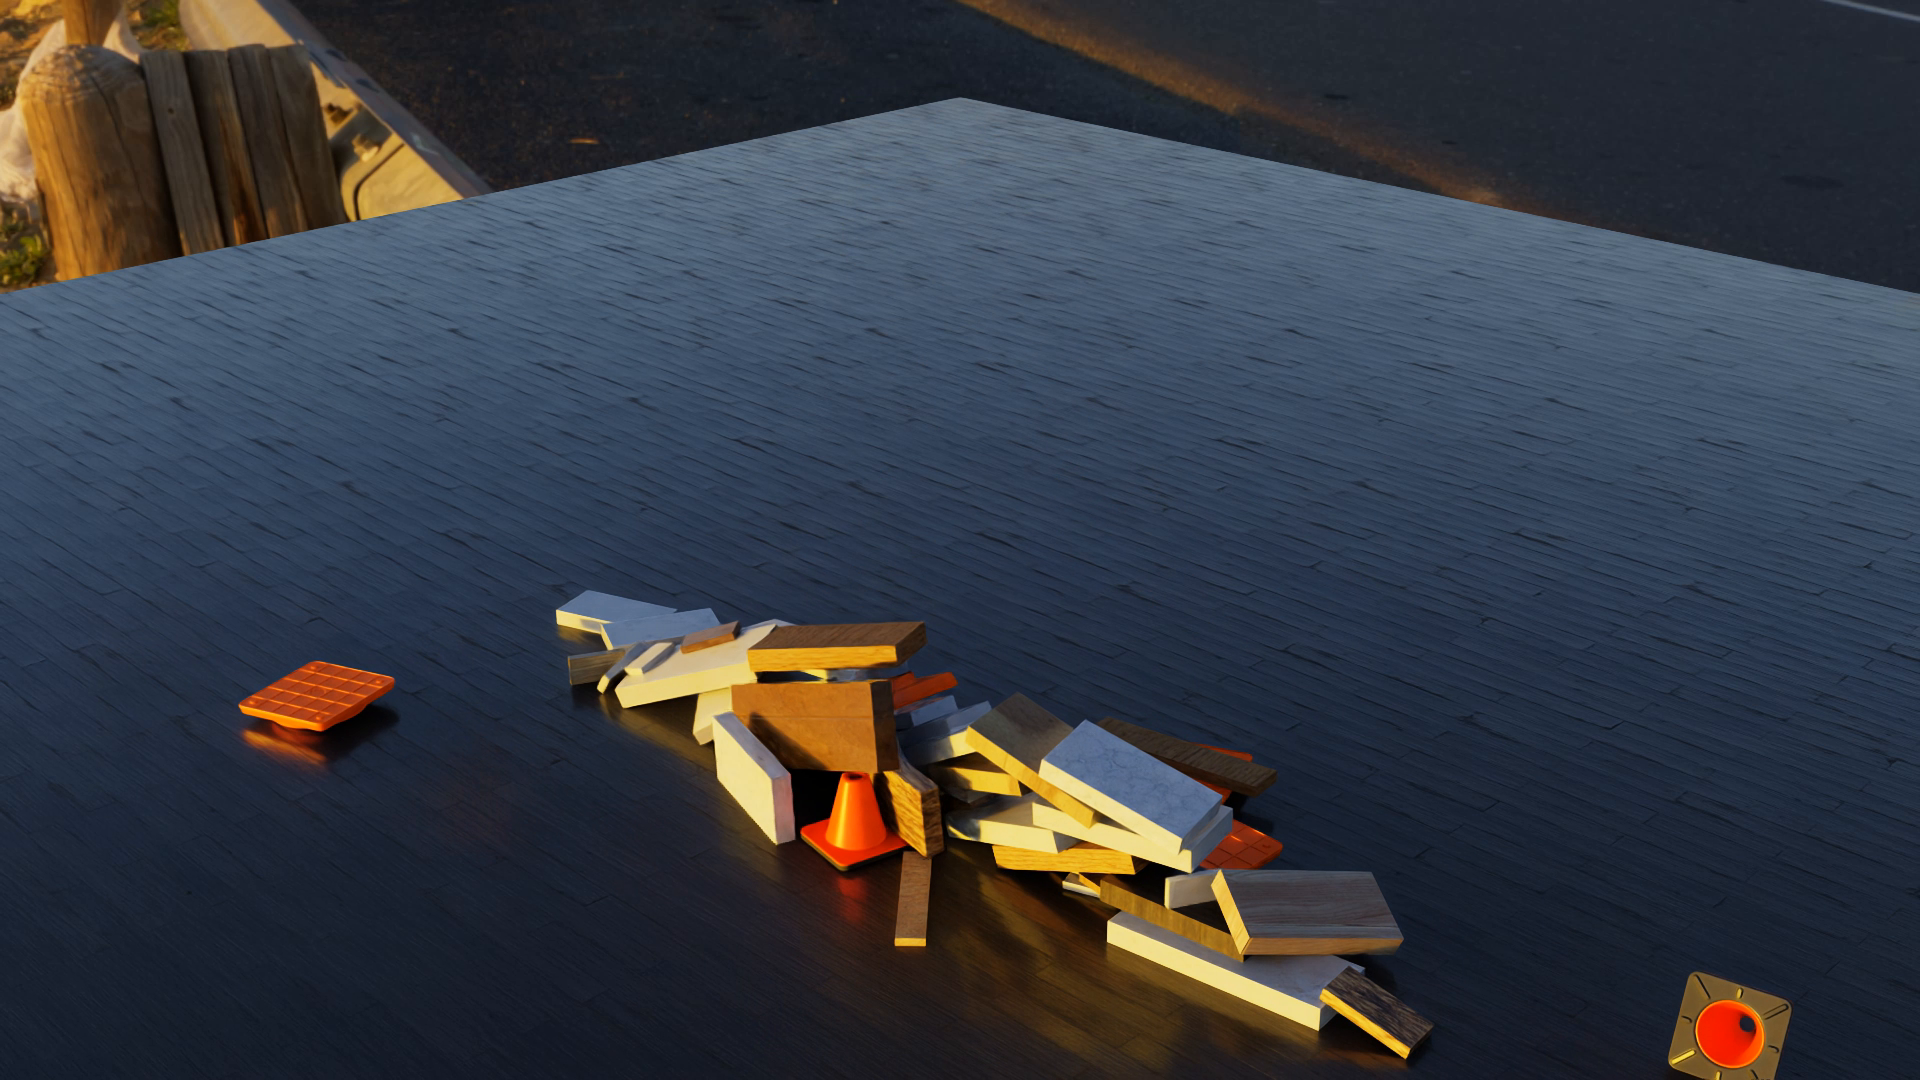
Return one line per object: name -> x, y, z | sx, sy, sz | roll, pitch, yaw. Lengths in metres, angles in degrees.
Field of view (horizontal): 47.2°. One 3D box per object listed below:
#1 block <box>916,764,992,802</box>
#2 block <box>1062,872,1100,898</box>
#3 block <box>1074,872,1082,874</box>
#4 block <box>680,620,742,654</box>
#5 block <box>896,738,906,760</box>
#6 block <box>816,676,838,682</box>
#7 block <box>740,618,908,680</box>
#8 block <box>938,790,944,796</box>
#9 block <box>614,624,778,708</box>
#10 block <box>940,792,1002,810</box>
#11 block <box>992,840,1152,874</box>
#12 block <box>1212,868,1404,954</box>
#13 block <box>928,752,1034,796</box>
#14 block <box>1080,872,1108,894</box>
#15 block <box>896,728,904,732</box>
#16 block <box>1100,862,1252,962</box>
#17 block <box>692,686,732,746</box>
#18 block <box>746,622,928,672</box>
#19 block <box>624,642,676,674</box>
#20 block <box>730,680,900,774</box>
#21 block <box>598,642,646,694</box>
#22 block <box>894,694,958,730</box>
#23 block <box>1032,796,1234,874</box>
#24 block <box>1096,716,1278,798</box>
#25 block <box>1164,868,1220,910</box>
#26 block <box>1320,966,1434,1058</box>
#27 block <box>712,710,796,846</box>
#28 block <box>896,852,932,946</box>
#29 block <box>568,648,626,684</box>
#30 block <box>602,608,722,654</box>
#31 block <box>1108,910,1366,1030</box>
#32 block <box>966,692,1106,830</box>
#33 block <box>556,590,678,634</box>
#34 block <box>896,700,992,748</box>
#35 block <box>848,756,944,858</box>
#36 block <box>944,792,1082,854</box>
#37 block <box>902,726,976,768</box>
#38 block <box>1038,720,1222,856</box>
block -> -0.004, 0.475, 4.386 | 0.088, 0.025, 0.176 | -20, 22, -33
block -> 0.258, 0.657, 4.192 | 0.111, 0.016, 0.055 | 11, 25, 24
block -> 0.211, 0.618, 4.257 | 0.055, 0.016, 0.111 | -19, 18, -37
block -> -0.558, 0.218, 4.918 | 0.129, 0.018, 0.064 | -16, 21, 15
block -> -0.160, 0.417, 4.424 | 0.032, 0.223, 0.112 | -18, -14, -27
block -> -0.366, 0.343, 4.753 | 0.122, 0.035, 0.244 | -20, 1, -31
block -> -0.325, 0.248, 4.882 | 0.130, 0.037, 0.565 | -16, 15, -32
block -> -0.063, 0.492, 4.491 | 0.088, 0.025, 0.176 | -19, 10, -31
block -> -0.577, 0.279, 4.879 | 0.346, 0.049, 0.173 | -12, 22, 23
block -> 0.002, 0.514, 4.422 | 0.088, 0.025, 0.176 | -22, 7, -35
block -> 0.243, 0.578, 4.204 | 0.332, 0.047, 0.166 | -5, 14, 41
block -> 0.623, 0.667, 3.942 | 0.315, 0.045, 0.157 | 4, 39, -22
block -> 0.082, 0.440, 4.261 | 0.146, 0.041, 0.292 | -20, 11, -34
block -> 0.283, 0.653, 4.161 | 0.055, 0.016, 0.111 | -16, 28, -33
block -> -0.090, 0.436, 4.529 | 0.076, 0.022, 0.153 | -19, 35, -34
block -> 0.430, 0.663, 4.027 | 0.315, 0.045, 0.158 | 18, 29, 36
block -> -0.515, 0.352, 4.816 | 0.122, 0.035, 0.244 | -28, 21, 9
block -> -0.264, 0.229, 4.735 | 0.346, 0.049, 0.173 | -3, 14, 21
block -> -0.696, 0.266, 4.937 | 0.056, 0.016, 0.112 | -3, 27, 41
block -> -0.300, 0.372, 4.418 | 0.049, 0.173, 0.534 | -5, -1, -36
block -> -0.763, 0.288, 4.962 | 0.018, 0.064, 0.129 | 40, 51, 6
block -> -0.160, 0.375, 4.601 | 0.112, 0.032, 0.398 | -19, 2, -34
block -> 0.321, 0.514, 4.091 | 0.332, 0.047, 0.166 | 13, 29, 31
block -> 0.454, 0.447, 4.555 | 0.413, 0.025, 0.088 | 16, 27, 34
block -> 0.425, 0.630, 3.976 | 0.112, 0.056, 0.016 | -8, 23, -18
block -> 0.714, 0.807, 3.765 | 0.176, 0.025, 0.088 | 33, 36, 26
block -> -0.417, 0.478, 4.440 | 0.043, 0.150, 0.301 | -14, 27, -25
block -> -0.086, 0.674, 4.152 | 0.056, 0.016, 0.305 | 1, 23, 1
block -> -0.824, 0.288, 5.001 | 0.129, 0.064, 0.018 | -8, 24, -18
block -> -0.690, 0.219, 5.110 | 0.261, 0.037, 0.131 | -8, 24, -18
block -> 0.491, 0.744, 3.949 | 0.441, 0.045, 0.158 | 17, 28, 35
block -> 0.173, 0.409, 4.118 | 0.301, 0.043, 0.150 | 33, 42, 26
block -> -0.822, 0.184, 5.279 | 0.261, 0.037, 0.131 | 11, 25, 24
block -> -0.042, 0.375, 4.432 | 0.112, 0.032, 0.223 | -20, -2, -37
block -> -0.132, 0.496, 4.337 | 0.041, 0.146, 0.292 | -19, 28, -28
block -> 0.137, 0.541, 4.284 | 0.166, 0.047, 0.332 | -22, 13, -36
block -> 0.003, 0.395, 4.352 | 0.146, 0.041, 0.318 | -20, -2, -35
block -> 0.312, 0.450, 4.023 | 0.301, 0.043, 0.150 | 28, 40, 23
